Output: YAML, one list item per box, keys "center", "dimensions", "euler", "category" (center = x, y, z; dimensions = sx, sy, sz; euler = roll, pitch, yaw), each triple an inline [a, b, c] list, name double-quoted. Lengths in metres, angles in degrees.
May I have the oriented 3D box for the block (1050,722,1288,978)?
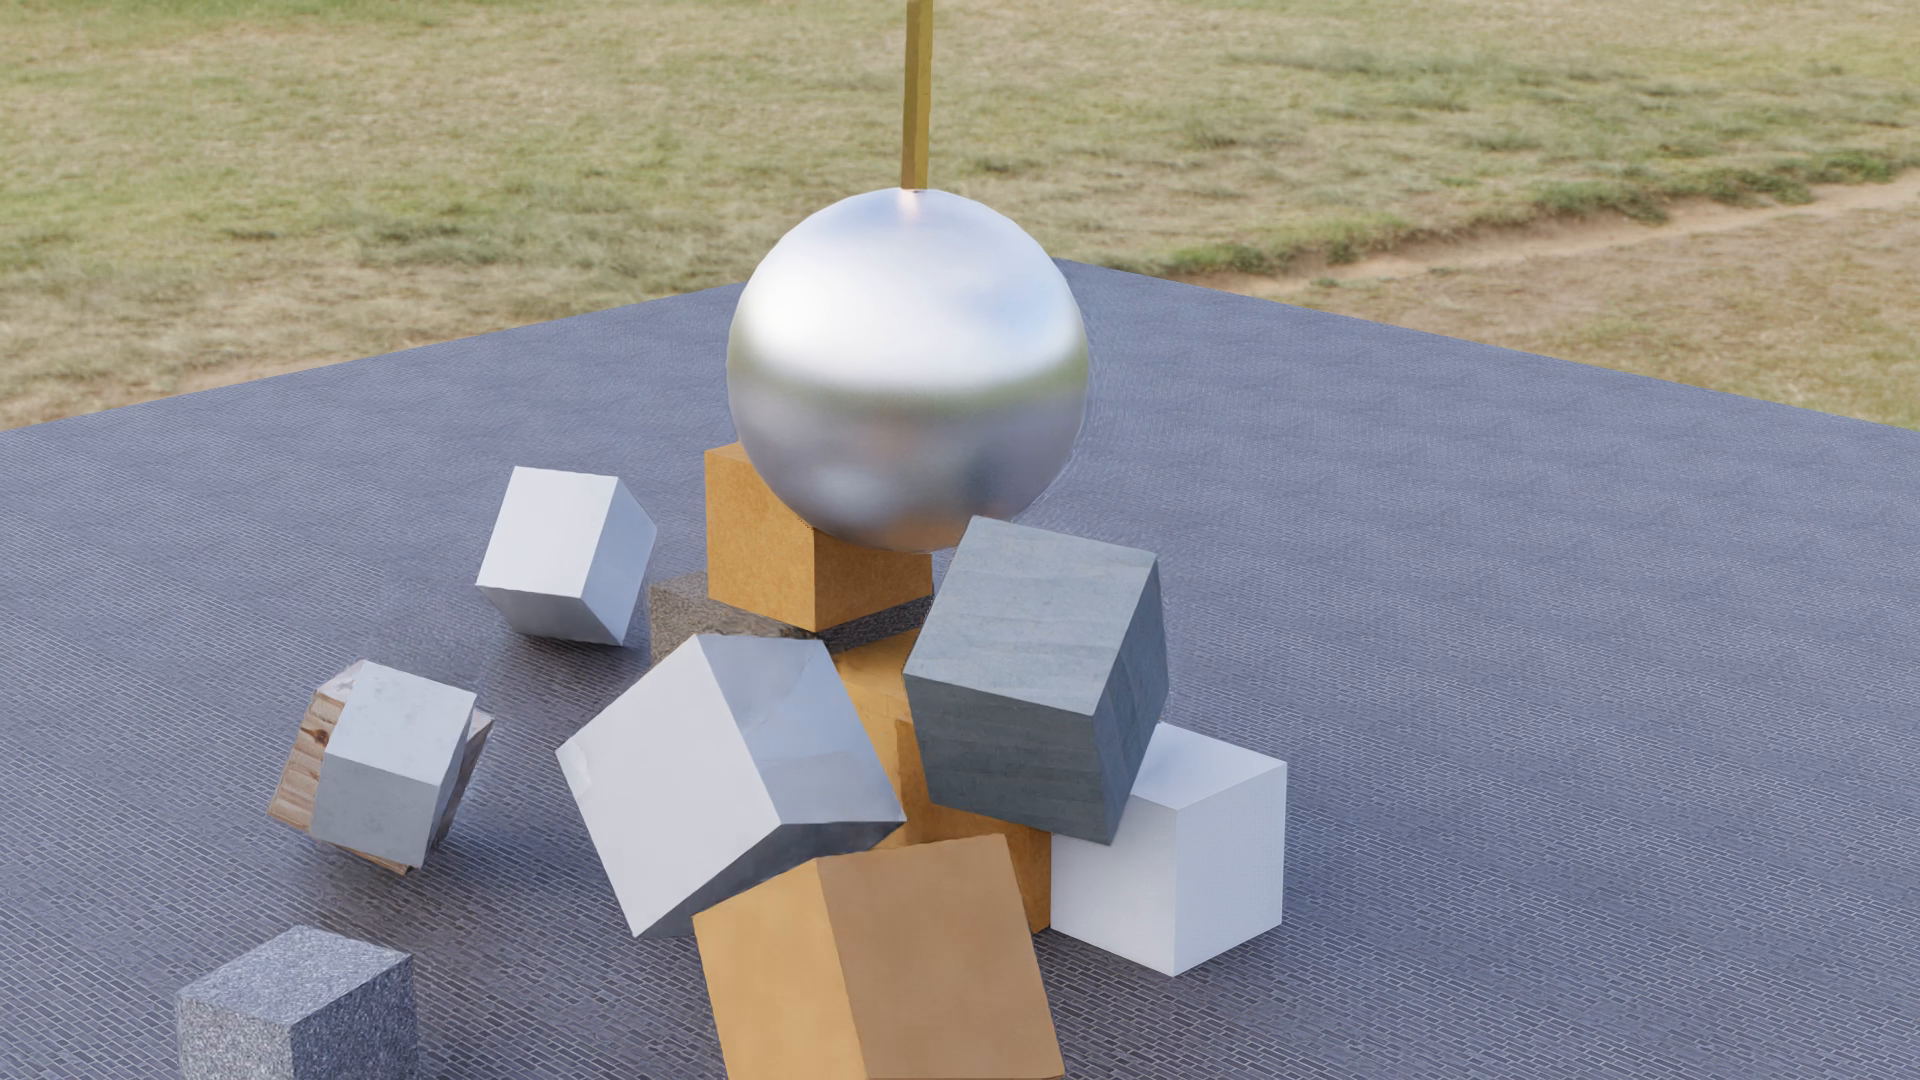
- center: [0.909, 1.337, 12.815]
  dimensions: [0.704, 0.765, 0.742]
  euler: [16, 24, 41]
  category: "block"

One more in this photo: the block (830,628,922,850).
- center: [-0.190, 0.978, 13.861]
  dimensions: [0.776, 0.822, 0.769]
  euler: [17, 24, 42]
  category: "block"

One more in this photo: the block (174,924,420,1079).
- center: [-2.543, 1.924, 11.286]
  dimensions: [0.571, 0.562, 0.697]
  euler: [10, 20, 28]
  category: "block"

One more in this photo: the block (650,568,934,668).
- center: [-0.818, 0.701, 14.405]
  dimensions: [1.000, 1.024, 0.956]
  euler: [-17, 24, -42]
  category: "block"

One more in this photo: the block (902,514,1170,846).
- center: [0.340, 0.586, 12.219]
  dimensions: [0.803, 0.938, 0.843]
  euler: [12, 54, 17]
  category: "block"

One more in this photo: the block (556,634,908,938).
- center: [-0.979, 1.049, 12.515]
  dimensions: [0.934, 0.912, 0.834]
  euler: [-39, -25, 28]
  category: "block"

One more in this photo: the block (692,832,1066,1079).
- center: [-0.300, 1.628, 10.511]
  dimensions: [0.848, 0.885, 0.822]
  euler: [-3, -18, -39]
  category: "block"

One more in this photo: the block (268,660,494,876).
- center: [-2.659, 1.037, 13.505]
  dimensions: [0.685, 0.629, 0.670]
  euler: [24, 12, 2]
  category: "block"

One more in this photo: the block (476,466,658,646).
- center: [-2.192, 0.092, 16.419]
  dimensions: [0.642, 0.741, 0.641]
  euler: [6, -24, 19]
  category: "block"

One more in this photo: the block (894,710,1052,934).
- center: [0.309, 1.130, 13.231]
  dimensions: [0.784, 0.832, 0.834]
  euler: [16, 29, 42]
  category: "block"

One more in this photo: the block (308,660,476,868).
- center: [-2.454, 0.972, 12.695]
  dimensions: [0.504, 0.540, 0.577]
  euler: [17, 40, -4]
  category: "block"

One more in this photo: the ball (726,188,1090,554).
- center: [-0.229, -0.741, 12.869]
  dimensions: [1.600, 1.600, 1.600]
  euler: [0, 17, 0]
  category: "ball"

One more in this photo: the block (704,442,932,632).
- center: [-0.670, -0.081, 13.970]
  dimensions: [0.736, 0.730, 0.779]
  euler: [16, 23, 41]
  category: "block"

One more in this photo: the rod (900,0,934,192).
- center: [-0.099, -4.019, 11.975]
  dimensions: [0.080, 5.200, 0.080]
  euler: [17, 21, 42]
  category: "rod"
